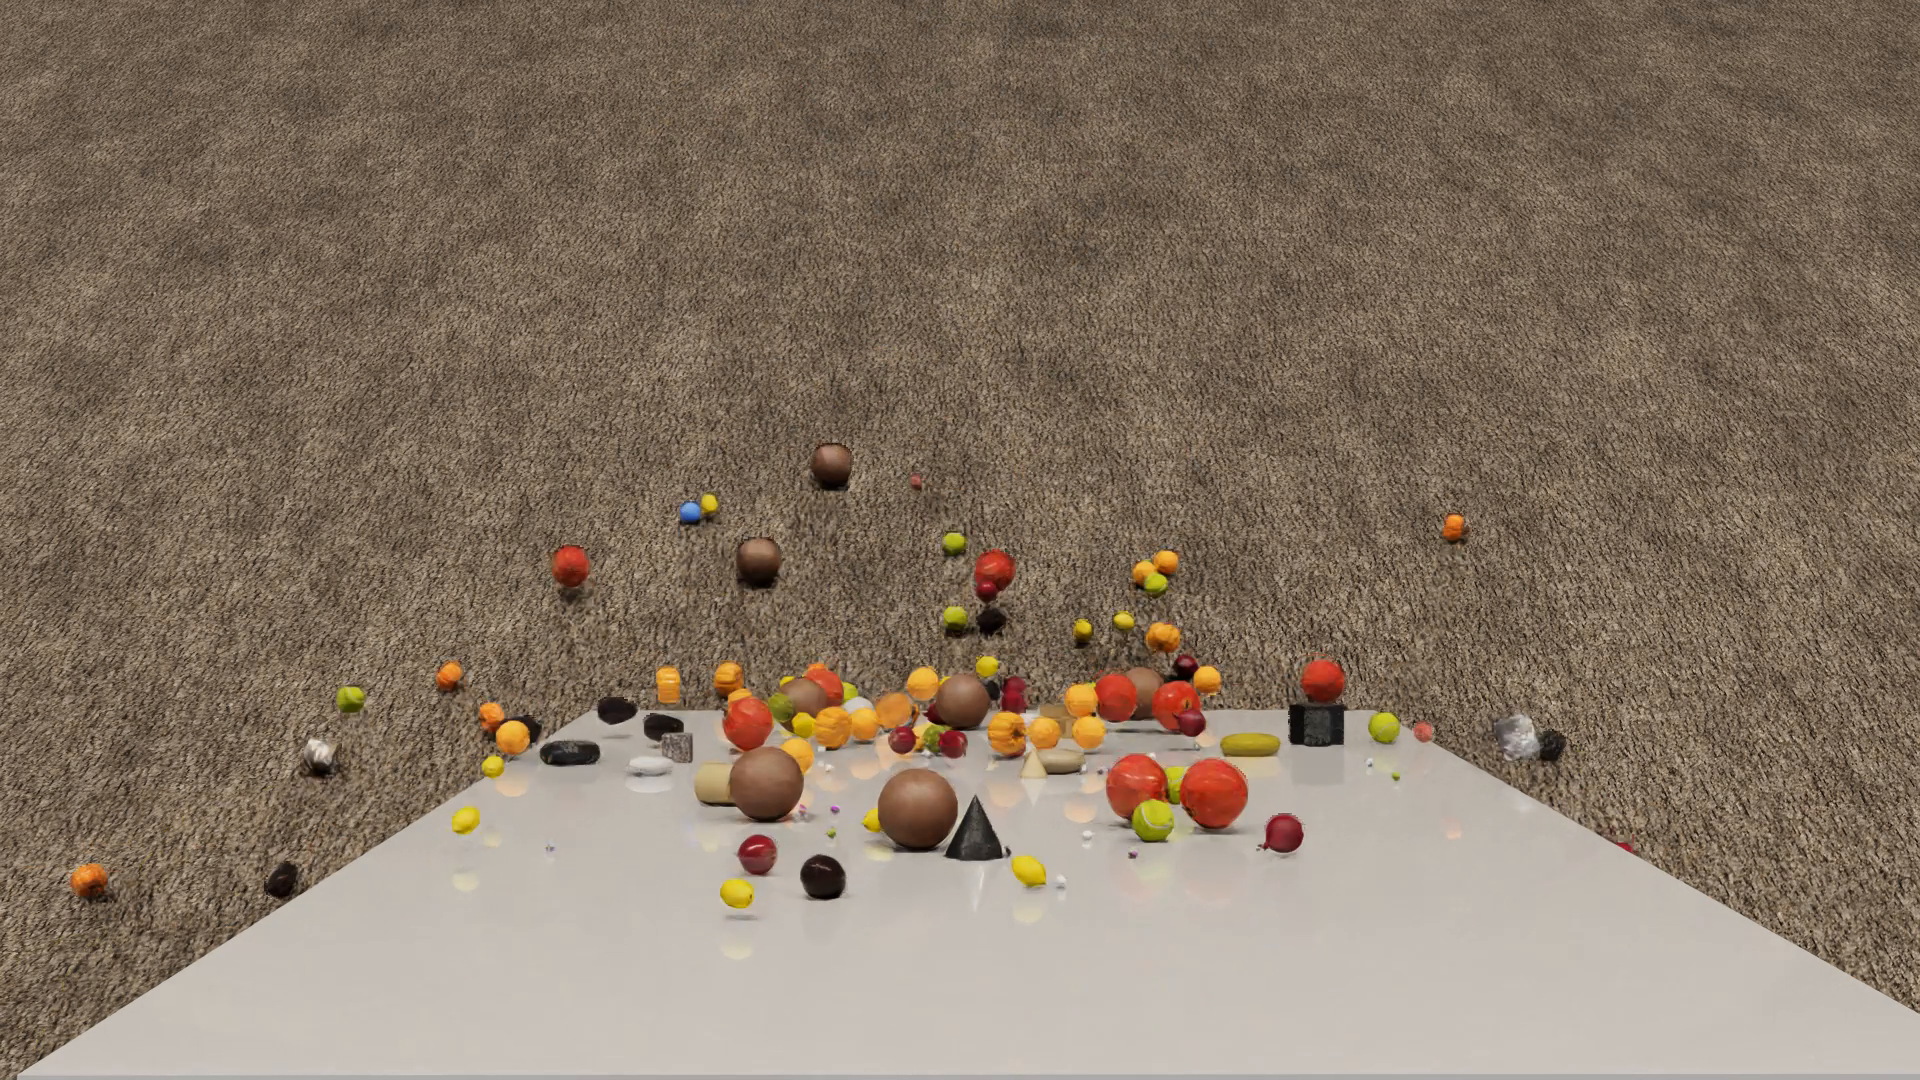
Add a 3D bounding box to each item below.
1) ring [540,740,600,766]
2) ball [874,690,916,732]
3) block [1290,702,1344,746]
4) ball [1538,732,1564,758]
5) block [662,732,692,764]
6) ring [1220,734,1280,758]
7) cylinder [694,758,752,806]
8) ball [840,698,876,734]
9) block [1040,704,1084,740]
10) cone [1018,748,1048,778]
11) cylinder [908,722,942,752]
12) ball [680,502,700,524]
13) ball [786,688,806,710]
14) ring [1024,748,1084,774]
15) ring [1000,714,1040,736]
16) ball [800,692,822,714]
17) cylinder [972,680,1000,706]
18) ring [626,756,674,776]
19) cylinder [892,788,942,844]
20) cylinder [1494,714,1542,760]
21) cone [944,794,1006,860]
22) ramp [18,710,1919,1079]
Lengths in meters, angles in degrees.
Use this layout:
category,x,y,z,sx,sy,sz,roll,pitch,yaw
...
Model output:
category,x,y,z,sx,sy,sz,roll,pitch,yaw
ring,-0.811,0.443,5.367,0.126,0.042,0.126,0,3,0
ball,-0.153,0.399,6.027,0.097,0.097,0.097,0,26,0
block,0.794,0.410,5.737,0.087,0.087,0.087,-1,2,-29
ball,1.496,0.518,6.527,0.066,0.066,0.066,0,26,0
block,-0.591,0.434,5.387,0.058,0.058,0.058,0,1,0
ring,0.620,0.439,5.514,0.128,0.043,0.128,-1,1,0
cylinder,-0.430,0.443,4.681,0.074,0.074,0.074,20,32,27
ball,-0.236,0.406,5.970,0.085,0.085,0.085,0,26,0
block,0.233,0.414,5.886,0.072,0.072,0.072,1,2,39
cone,0.146,0.439,5.113,0.060,0.060,0.060,0,1,0
cylinder,-0.077,0.425,5.571,0.052,0.052,0.052,-25,4,44
ball,-0.812,-0.082,7.765,0.062,0.062,0.062,0,26,0
ball,-0.414,0.407,6.574,0.055,0.055,0.055,0,26,0
ring,0.191,0.447,5.215,0.123,0.041,0.123,1,0,0
ring,0.156,0.427,5.952,0.131,0.044,0.131,-1,2,0
ball,-0.374,0.409,6.480,0.054,0.054,0.054,0,26,0
cylinder,0.066,0.396,6.688,0.053,0.053,0.053,-16,18,26
ring,-0.620,0.453,5.168,0.098,0.033,0.098,0,0,0
cylinder,-0.071,0.451,4.223,0.080,0.080,0.080,0,2,0
cylinder,1.156,0.408,5.354,0.077,0.077,0.077,-19,-2,-1
cone,0.024,0.447,4.047,0.098,0.098,0.098,0,1,0
ramp,0.059,0.533,4.569,2.000,0.100,4.000,0,1,0
